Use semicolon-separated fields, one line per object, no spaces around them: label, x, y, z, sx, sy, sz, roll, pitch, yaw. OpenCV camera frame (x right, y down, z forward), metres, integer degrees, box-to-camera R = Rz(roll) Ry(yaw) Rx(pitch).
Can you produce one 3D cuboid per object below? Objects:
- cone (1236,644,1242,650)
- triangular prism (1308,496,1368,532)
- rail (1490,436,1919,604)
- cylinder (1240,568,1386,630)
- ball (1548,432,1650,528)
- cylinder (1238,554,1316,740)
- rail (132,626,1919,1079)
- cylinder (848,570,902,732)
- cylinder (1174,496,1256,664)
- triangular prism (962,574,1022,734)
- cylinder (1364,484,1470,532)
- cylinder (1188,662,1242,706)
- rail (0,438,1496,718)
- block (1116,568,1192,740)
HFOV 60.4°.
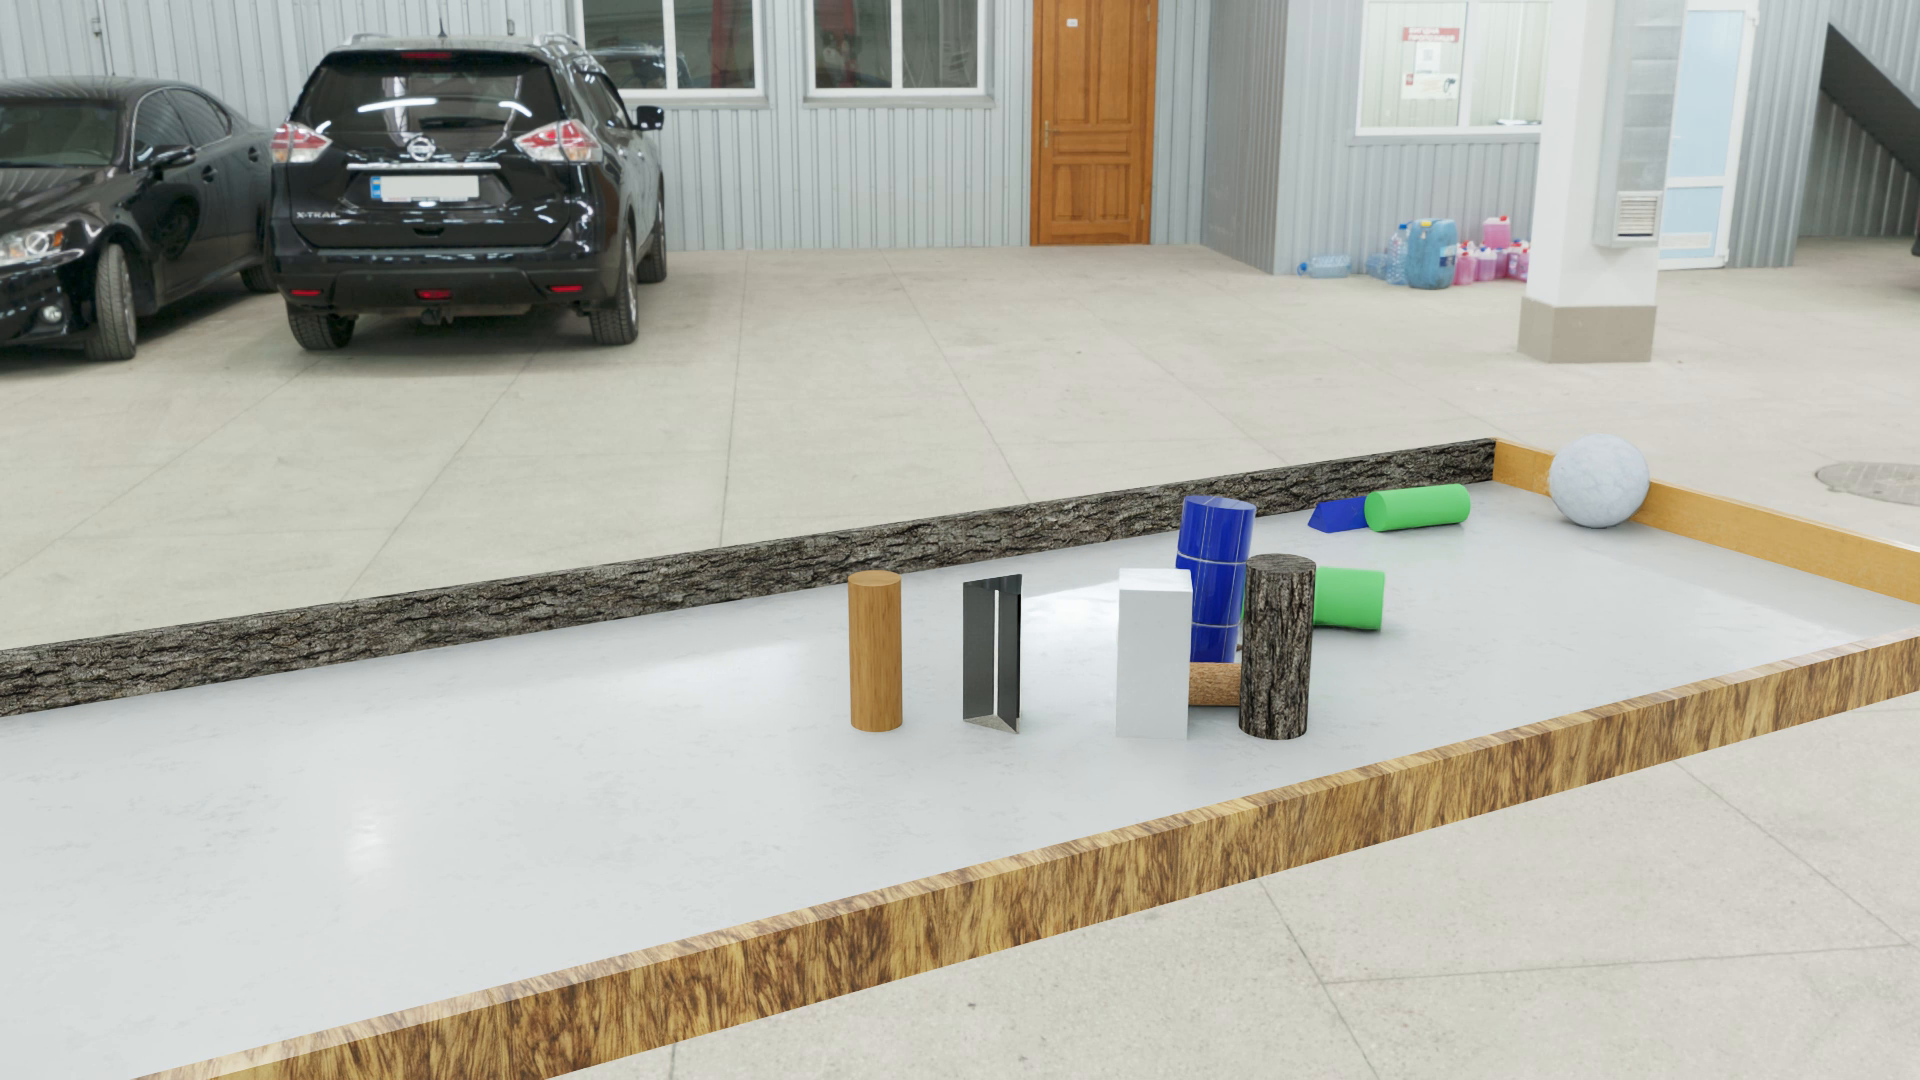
cone;0.607;0.270;4.314;0.365;0.138;0.138;6;14;-20
triangular prism;1.332;-0.100;5.527;0.329;0.090;0.104;-8;18;-25
rail;2.466;-0.048;5.253;0.050;0.150;2.100;-9;18;-27
cylinder;0.948;0.152;4.554;0.428;0.160;0.160;4;17;15
ball;2.120;-0.201;5.479;0.315;0.315;0.315;0;16;0
cylinder;0.732;0.245;3.809;0.158;0.400;0.158;0;16;0
rail;-2.336;1.006;1.665;12.000;0.150;0.050;-9;18;-27
cylinder;-0.197;0.259;3.843;0.123;0.356;0.123;0;16;0
cylinder;0.615;0.127;4.089;0.178;0.449;0.178;6;11;-1
triangular prism;0.107;0.259;3.868;0.153;0.341;0.133;11;19;32
cylinder;1.523;-0.109;5.492;0.325;0.132;0.132;-6;17;-19
cylinder;0.607;0.348;3.987;0.405;0.103;0.103;1;16;3
rail;-3.305;0.497;3.399;12.000;0.150;0.050;-9;18;-27
block;0.447;0.262;3.827;0.164;0.359;0.164;2;16;5
